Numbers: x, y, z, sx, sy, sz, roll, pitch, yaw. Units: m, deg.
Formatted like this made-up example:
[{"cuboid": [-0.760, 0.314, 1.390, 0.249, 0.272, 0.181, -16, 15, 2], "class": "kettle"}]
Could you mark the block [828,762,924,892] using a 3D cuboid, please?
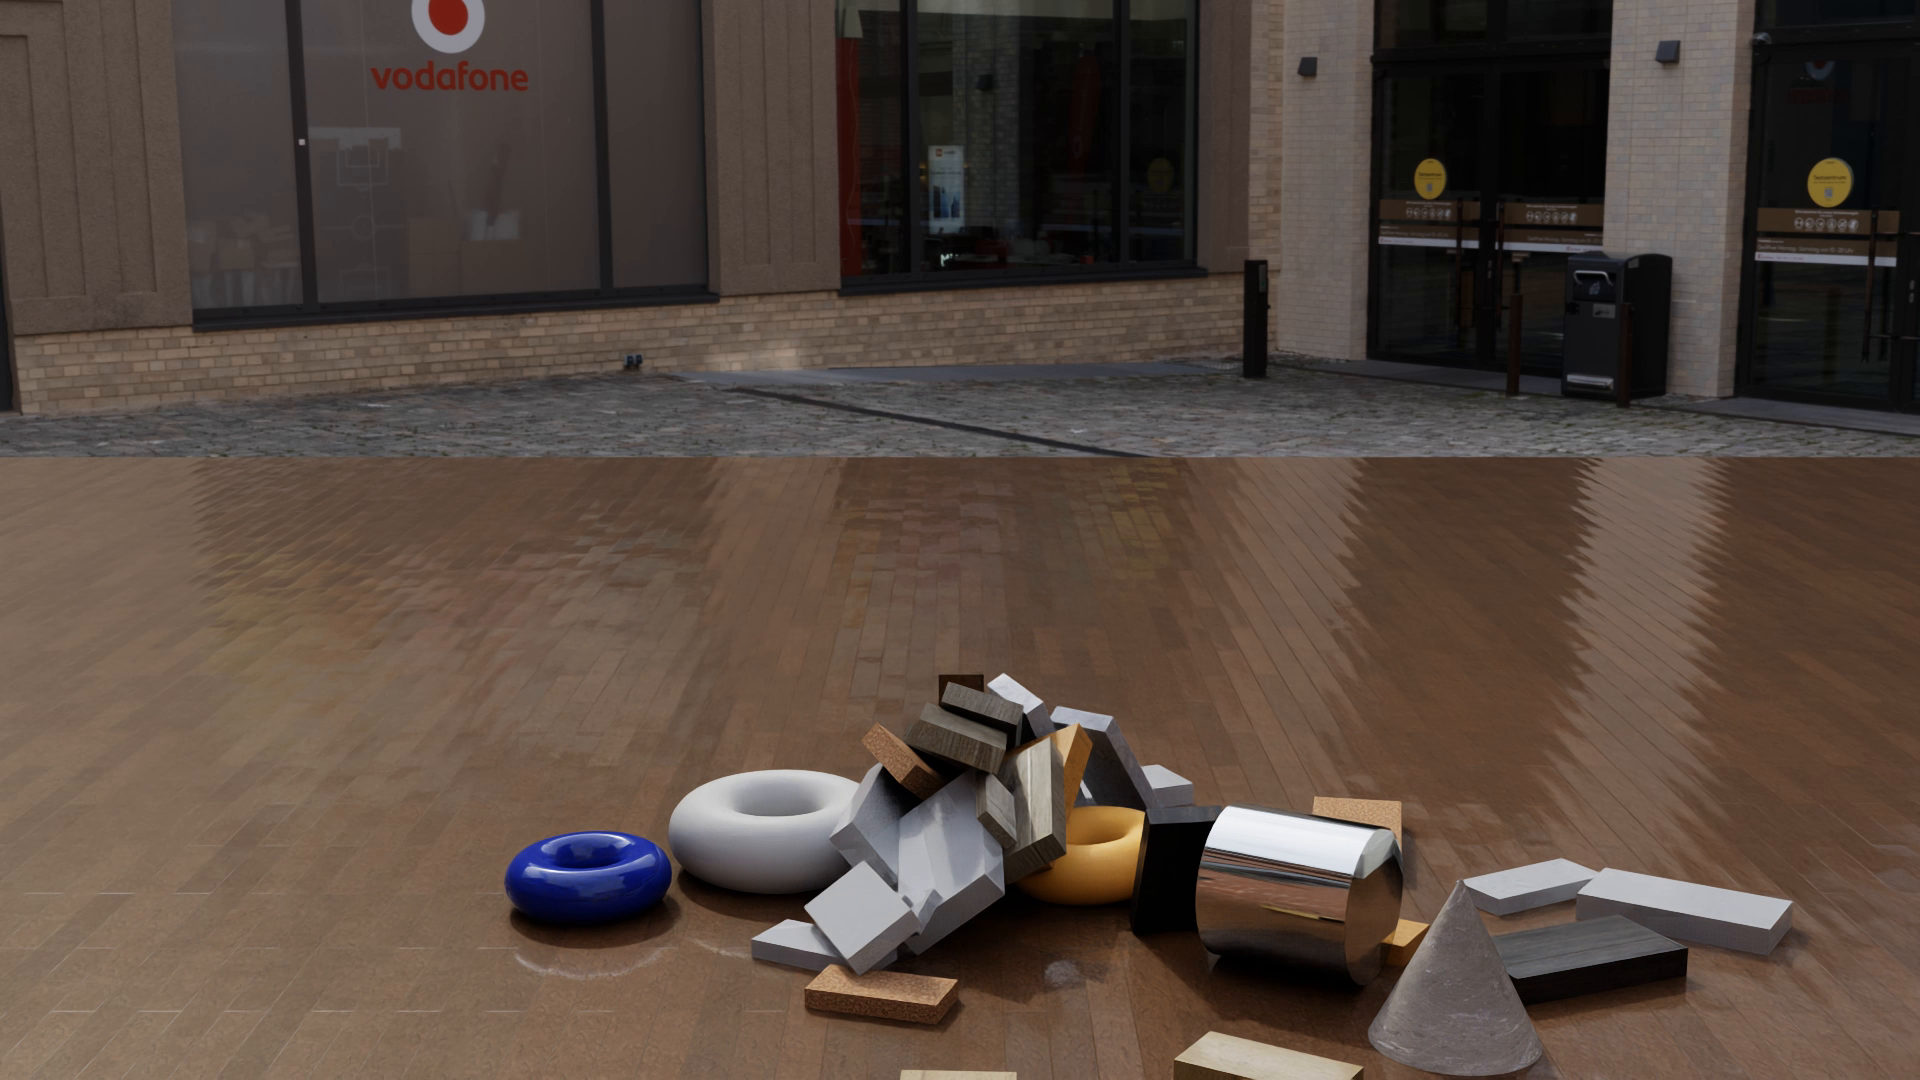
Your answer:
[{"cuboid": [-0.113, 0.495, 3.696, 0.049, 0.173, 0.346, -38, 5, 14], "class": "block"}]

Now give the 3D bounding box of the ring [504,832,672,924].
[{"cuboid": [-0.611, 0.555, 3.617, 0.273, 0.091, 0.273, 0, 12, 0], "class": "ring"}]

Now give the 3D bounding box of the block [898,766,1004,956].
[{"cuboid": [-0.016, 0.504, 3.522, 0.173, 0.049, 0.346, -37, 19, 14], "class": "block"}]

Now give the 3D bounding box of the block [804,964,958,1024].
[{"cuboid": [-0.114, 0.661, 3.207, 0.202, 0.029, 0.101, 3, 11, 18], "class": "block"}]

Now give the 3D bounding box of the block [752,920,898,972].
[{"cuboid": [-0.209, 0.629, 3.381, 0.202, 0.029, 0.101, 6, 12, 29], "class": "block"}]

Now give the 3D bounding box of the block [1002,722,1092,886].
[{"cuboid": [0.108, 0.455, 3.721, 0.173, 0.049, 0.346, -24, 21, 27], "class": "block"}]

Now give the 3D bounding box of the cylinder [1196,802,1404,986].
[{"cuboid": [0.516, 0.533, 3.330, 0.237, 0.237, 0.237, 6, 12, 31], "class": "cylinder"}]

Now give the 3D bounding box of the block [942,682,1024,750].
[{"cuboid": [0.037, 0.373, 3.988, 0.138, 0.039, 0.412, 17, -25, 7], "class": "block"}]

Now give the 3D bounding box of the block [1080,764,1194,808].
[{"cuboid": [0.287, 0.478, 4.166, 0.276, 0.039, 0.138, -5, 11, -24], "class": "block"}]

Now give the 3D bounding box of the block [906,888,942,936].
[{"cuboid": [-0.098, 0.583, 3.399, 0.149, 0.021, 0.075, -21, 28, 47], "class": "block"}]

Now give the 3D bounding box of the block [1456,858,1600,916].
[{"cuboid": [0.951, 0.577, 3.662, 0.239, 0.029, 0.101, -6, 12, -29], "class": "block"}]

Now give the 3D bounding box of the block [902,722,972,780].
[{"cuboid": [-0.007, 0.417, 3.950, 0.148, 0.042, 0.297, 22, -17, 17], "class": "block"}]

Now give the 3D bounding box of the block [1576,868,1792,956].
[{"cuboid": [1.162, 0.594, 3.531, 0.301, 0.043, 0.150, 7, 12, 32], "class": "block"}]

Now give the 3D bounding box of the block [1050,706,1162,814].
[{"cuboid": [0.267, 0.412, 3.947, 0.119, 0.294, 0.034, 8, 52, 36], "class": "block"}]

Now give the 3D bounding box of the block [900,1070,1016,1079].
[{"cuboid": [-0.009, 0.743, 2.731, 0.150, 0.043, 0.301, 1, 11, 3], "class": "block"}]

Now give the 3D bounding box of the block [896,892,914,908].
[{"cuboid": [-0.136, 0.577, 3.419, 0.075, 0.021, 0.149, -48, 20, -21], "class": "block"}]

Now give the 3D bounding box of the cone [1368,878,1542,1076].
[{"cuboid": [0.692, 0.582, 3.056, 0.239, 0.239, 0.239, 0, 11, 0], "class": "cone"}]

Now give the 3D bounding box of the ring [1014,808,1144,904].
[{"cuboid": [0.220, 0.530, 3.712, 0.297, 0.099, 0.297, -4, 12, 1], "class": "ring"}]

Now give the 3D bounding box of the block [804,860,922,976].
[{"cuboid": [-0.150, 0.573, 3.348, 0.119, 0.034, 0.238, -37, 20, -10], "class": "block"}]

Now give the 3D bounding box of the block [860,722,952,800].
[{"cuboid": [-0.034, 0.435, 3.811, 0.297, 0.042, 0.149, 41, 0, -38], "class": "block"}]

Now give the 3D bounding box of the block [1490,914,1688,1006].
[{"cuboid": [0.919, 0.633, 3.317, 0.313, 0.044, 0.157, -4, 11, -23], "class": "block"}]

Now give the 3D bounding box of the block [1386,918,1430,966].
[{"cuboid": [0.609, 0.614, 3.450, 0.224, 0.032, 0.112, 6, 12, 31], "class": "block"}]

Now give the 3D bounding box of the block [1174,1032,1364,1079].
[{"cuboid": [0.410, 0.711, 2.928, 0.224, 0.032, 0.112, 7, 12, 31], "class": "block"}]

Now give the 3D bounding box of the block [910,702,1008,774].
[{"cuboid": [0.001, 0.330, 3.680, 0.148, 0.042, 0.297, 20, 1, 1], "class": "block"}]

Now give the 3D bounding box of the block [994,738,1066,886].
[{"cuboid": [0.094, 0.451, 3.611, 0.157, 0.044, 0.313, -30, 20, 13], "class": "block"}]

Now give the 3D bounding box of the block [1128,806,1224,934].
[{"cuboid": [0.338, 0.516, 3.437, 0.119, 0.238, 0.034, -2, 37, -9], "class": "block"}]

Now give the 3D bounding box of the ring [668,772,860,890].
[{"cuboid": [-0.313, 0.501, 3.805, 0.382, 0.127, 0.382, 0, 12, 0], "class": "ring"}]

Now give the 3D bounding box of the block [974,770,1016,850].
[{"cuboid": [0.057, 0.430, 3.535, 0.021, 0.075, 0.149, -38, 18, 14], "class": "block"}]

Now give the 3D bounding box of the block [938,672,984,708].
[{"cuboid": [0.003, 0.356, 4.430, 0.091, 0.182, 0.026, 0, 11, 0], "class": "block"}]

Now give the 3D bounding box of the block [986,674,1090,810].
[{"cuboid": [0.144, 0.380, 3.960, 0.039, 0.276, 0.138, -33, 32, -16], "class": "block"}]

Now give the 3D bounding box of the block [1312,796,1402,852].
[{"cuboid": [0.701, 0.526, 3.893, 0.157, 0.044, 0.313, 2, 11, 11], "class": "block"}]
